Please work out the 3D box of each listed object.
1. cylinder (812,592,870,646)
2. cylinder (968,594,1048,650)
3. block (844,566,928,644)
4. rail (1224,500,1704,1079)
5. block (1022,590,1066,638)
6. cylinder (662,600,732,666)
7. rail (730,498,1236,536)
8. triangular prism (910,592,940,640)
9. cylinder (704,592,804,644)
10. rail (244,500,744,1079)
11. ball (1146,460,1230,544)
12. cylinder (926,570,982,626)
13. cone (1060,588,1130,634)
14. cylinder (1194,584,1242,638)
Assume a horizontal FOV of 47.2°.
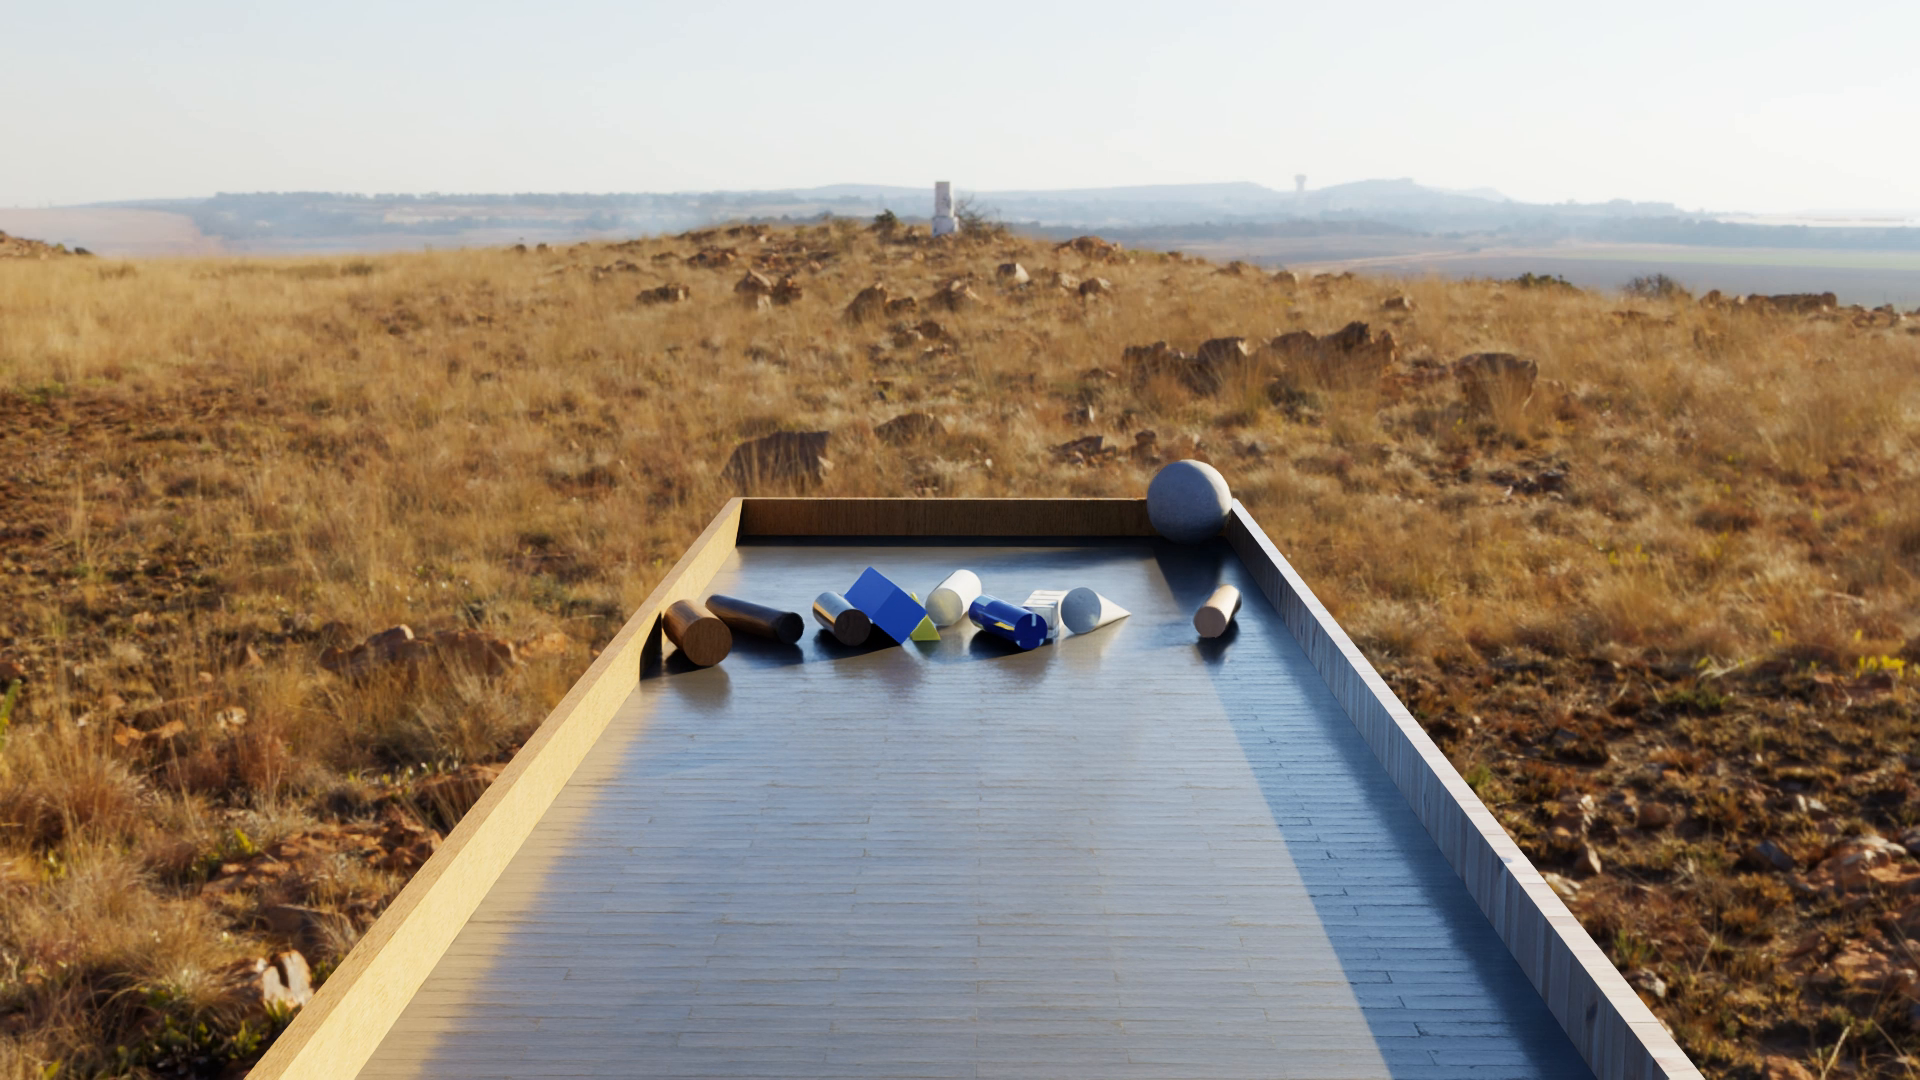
[{"bbox_3d":[-0.382,0.251,7.053,0.117,0.117,0.324,-3,9,-16],"label":"cylinder"},{"bbox_3d":[0.151,0.259,7.005,0.115,0.115,0.353,-4,10,-23],"label":"cylinder"},{"bbox_3d":[-0.242,0.208,7.097,0.133,0.133,0.392,40,-3,-17],"label":"block"},{"bbox_3d":[1.046,0.843,3.208,0.050,0.150,12.000,0,9,1],"label":"rail"},{"bbox_3d":[0.275,0.239,7.178,0.101,0.101,0.300,2,9,10],"label":"block"},{"bbox_3d":[-0.809,0.282,6.750,0.150,0.150,0.316,-3,10,-19],"label":"cylinder"},{"bbox_3d":[0.099,-0.098,9.147,2.100,0.150,0.050,0,9,1],"label":"rail"},{"bbox_3d":[-0.132,0.247,7.193,0.090,0.078,0.411,-1,9,-7],"label":"triangular prism"},{"bbox_3d":[-0.668,0.252,7.097,0.102,0.102,0.433,-7,11,-38],"label":"cylinder"},{"bbox_3d":[-1.004,0.839,3.234,0.050,0.150,12.000,0,9,1],"label":"rail"},{"bbox_3d":[0.922,-0.153,8.884,0.342,0.342,0.342,0,9,0],"label":"ball"},{"bbox_3d":[-0.021,0.193,7.384,0.128,0.128,0.352,2,9,10],"label":"cylinder"},{"bbox_3d":[0.486,0.238,7.270,0.150,0.150,0.384,5,-1,30],"label":"cone"},{"bbox_3d":[0.846,0.232,7.211,0.105,0.105,0.391,2,9,14],"label":"cylinder"}]
